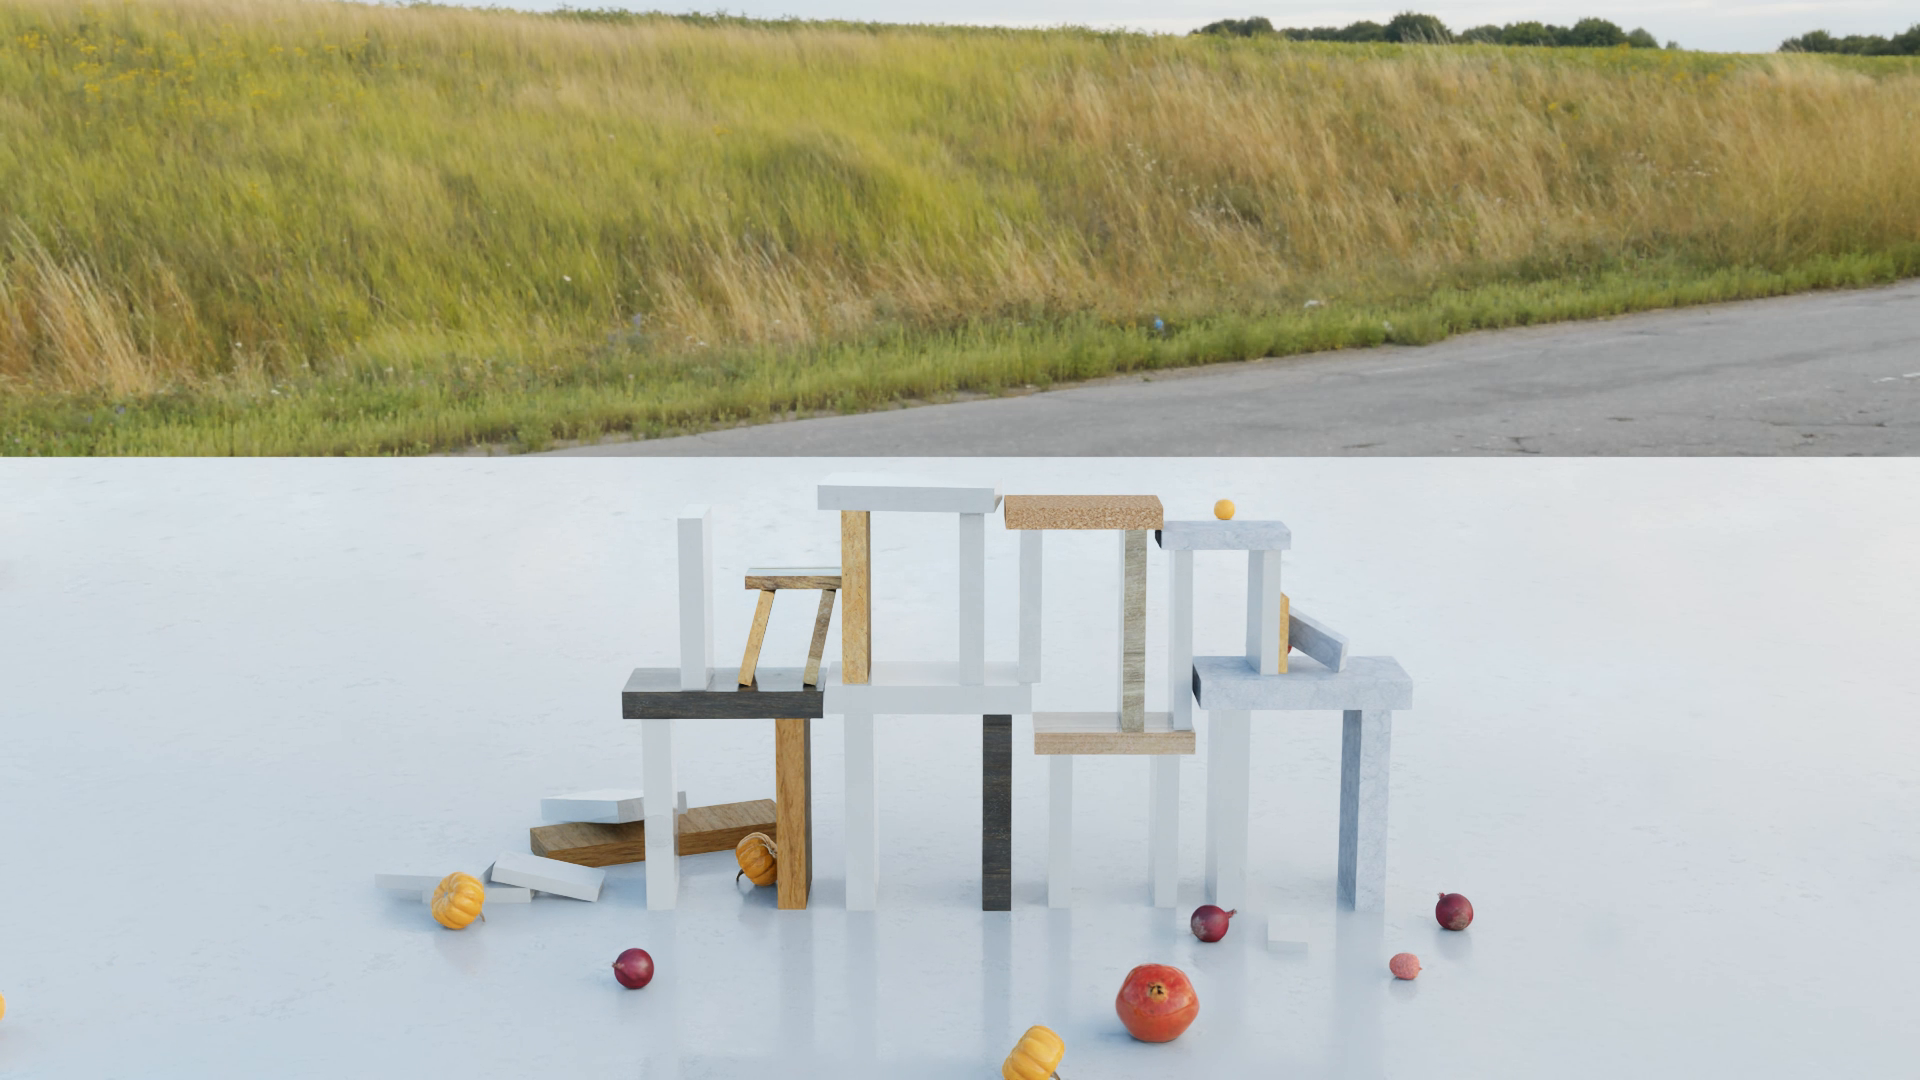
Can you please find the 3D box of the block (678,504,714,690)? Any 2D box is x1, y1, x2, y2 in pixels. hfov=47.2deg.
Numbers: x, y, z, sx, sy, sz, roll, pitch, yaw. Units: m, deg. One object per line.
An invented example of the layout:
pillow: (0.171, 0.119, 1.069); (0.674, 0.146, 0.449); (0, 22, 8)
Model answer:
block: (-0.429, 0.090, 3.578); (0.040, 0.280, 0.140); (0, 11, -1)

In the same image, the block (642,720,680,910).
block: (-0.495, 0.431, 3.642); (0.046, 0.322, 0.161); (-1, 11, -5)

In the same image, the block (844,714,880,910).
block: (-0.162, 0.427, 3.640); (0.047, 0.331, 0.166); (0, 11, 0)

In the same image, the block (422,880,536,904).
block: (-0.798, 0.578, 3.665); (0.176, 0.025, 0.088); (0, 11, -1)

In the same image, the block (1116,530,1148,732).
block: (0.280, 0.135, 3.585); (0.035, 0.331, 0.125); (0, 11, 0)

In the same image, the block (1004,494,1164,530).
block: (0.198, -0.045, 3.551); (0.250, 0.035, 0.125); (0, 11, 0)

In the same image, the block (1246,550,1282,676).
block: (0.494, 0.107, 3.580); (0.029, 0.207, 0.104); (-1, 11, -6)

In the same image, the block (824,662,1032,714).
block: (-0.051, 0.241, 3.604); (0.331, 0.047, 0.166); (0, 11, 0)

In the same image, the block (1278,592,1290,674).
block: (0.518, 0.149, 3.580); (0.018, 0.124, 0.062); (-1, 11, -6)

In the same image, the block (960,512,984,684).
block: (0.019, 0.079, 3.576); (0.040, 0.282, 0.141); (0, 11, 0)

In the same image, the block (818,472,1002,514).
block: (-0.078, -0.077, 3.539); (0.282, 0.040, 0.141); (1, 11, 6)

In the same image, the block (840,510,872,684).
block: (-0.168, 0.079, 3.577); (0.040, 0.282, 0.141); (0, 11, 0)

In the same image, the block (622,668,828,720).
block: (-0.382, 0.250, 3.607); (0.322, 0.046, 0.161); (0, 11, -1)

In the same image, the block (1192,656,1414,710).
block: (0.555, 0.233, 3.600); (0.339, 0.048, 0.170); (0, 11, 0)

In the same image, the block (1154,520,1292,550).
block: (0.423, -0.008, 3.552); (0.207, 0.029, 0.103); (0, 11, -1)

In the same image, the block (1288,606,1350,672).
block: (0.576, 0.161, 3.583); (0.124, 0.062, 0.018); (31, 48, 34)

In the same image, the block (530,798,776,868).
block: (-0.528, 0.524, 3.914); (0.446, 0.040, 0.140); (-4, 11, -23)

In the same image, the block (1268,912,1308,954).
block: (0.517, 0.619, 3.466); (0.062, 0.018, 0.124); (2, 11, 8)

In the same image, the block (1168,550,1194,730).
block: (0.359, 0.152, 3.586); (0.029, 0.297, 0.104); (-1, 11, 0)

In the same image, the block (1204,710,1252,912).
block: (0.442, 0.424, 3.636); (0.048, 0.339, 0.170); (0, 11, 0)

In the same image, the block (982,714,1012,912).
block: (0.060, 0.427, 3.638); (0.047, 0.331, 0.166); (0, 11, 0)

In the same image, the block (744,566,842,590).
block: (-0.267, 0.061, 3.573); (0.158, 0.022, 0.079); (0, 11, 0)

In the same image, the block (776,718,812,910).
block: (-0.275, 0.431, 3.643); (0.046, 0.322, 0.161); (0, 11, 0)

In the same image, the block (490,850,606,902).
block: (-0.684, 0.559, 3.663); (0.176, 0.025, 0.088); (12, 10, -4)

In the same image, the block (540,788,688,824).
block: (-0.627, 0.479, 3.968); (0.140, 0.040, 0.280); (-4, -2, -39)

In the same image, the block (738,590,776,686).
block: (-0.330, 0.151, 3.584); (0.022, 0.158, 0.079); (15, 10, -3)

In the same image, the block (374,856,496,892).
block: (-0.870, 0.555, 3.651); (0.176, 0.025, 0.088); (1, 11, 8)

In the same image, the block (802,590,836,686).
block: (-0.228, 0.150, 3.587); (0.022, 0.158, 0.079); (12, 10, -3)

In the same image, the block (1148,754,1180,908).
block: (0.337, 0.463, 3.641); (0.037, 0.260, 0.130); (0, 11, 0)

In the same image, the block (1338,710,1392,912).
block: (0.668, 0.424, 3.636); (0.048, 0.339, 0.170); (0, 11, 0)

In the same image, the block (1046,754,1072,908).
block: (0.164, 0.463, 3.641); (0.037, 0.260, 0.130); (0, 11, 0)

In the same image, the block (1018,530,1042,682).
block: (0.113, 0.095, 3.577); (0.035, 0.250, 0.125); (0, 11, 0)

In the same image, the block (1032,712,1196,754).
block: (0.250, 0.317, 3.614); (0.260, 0.037, 0.130); (0, 11, 0)
